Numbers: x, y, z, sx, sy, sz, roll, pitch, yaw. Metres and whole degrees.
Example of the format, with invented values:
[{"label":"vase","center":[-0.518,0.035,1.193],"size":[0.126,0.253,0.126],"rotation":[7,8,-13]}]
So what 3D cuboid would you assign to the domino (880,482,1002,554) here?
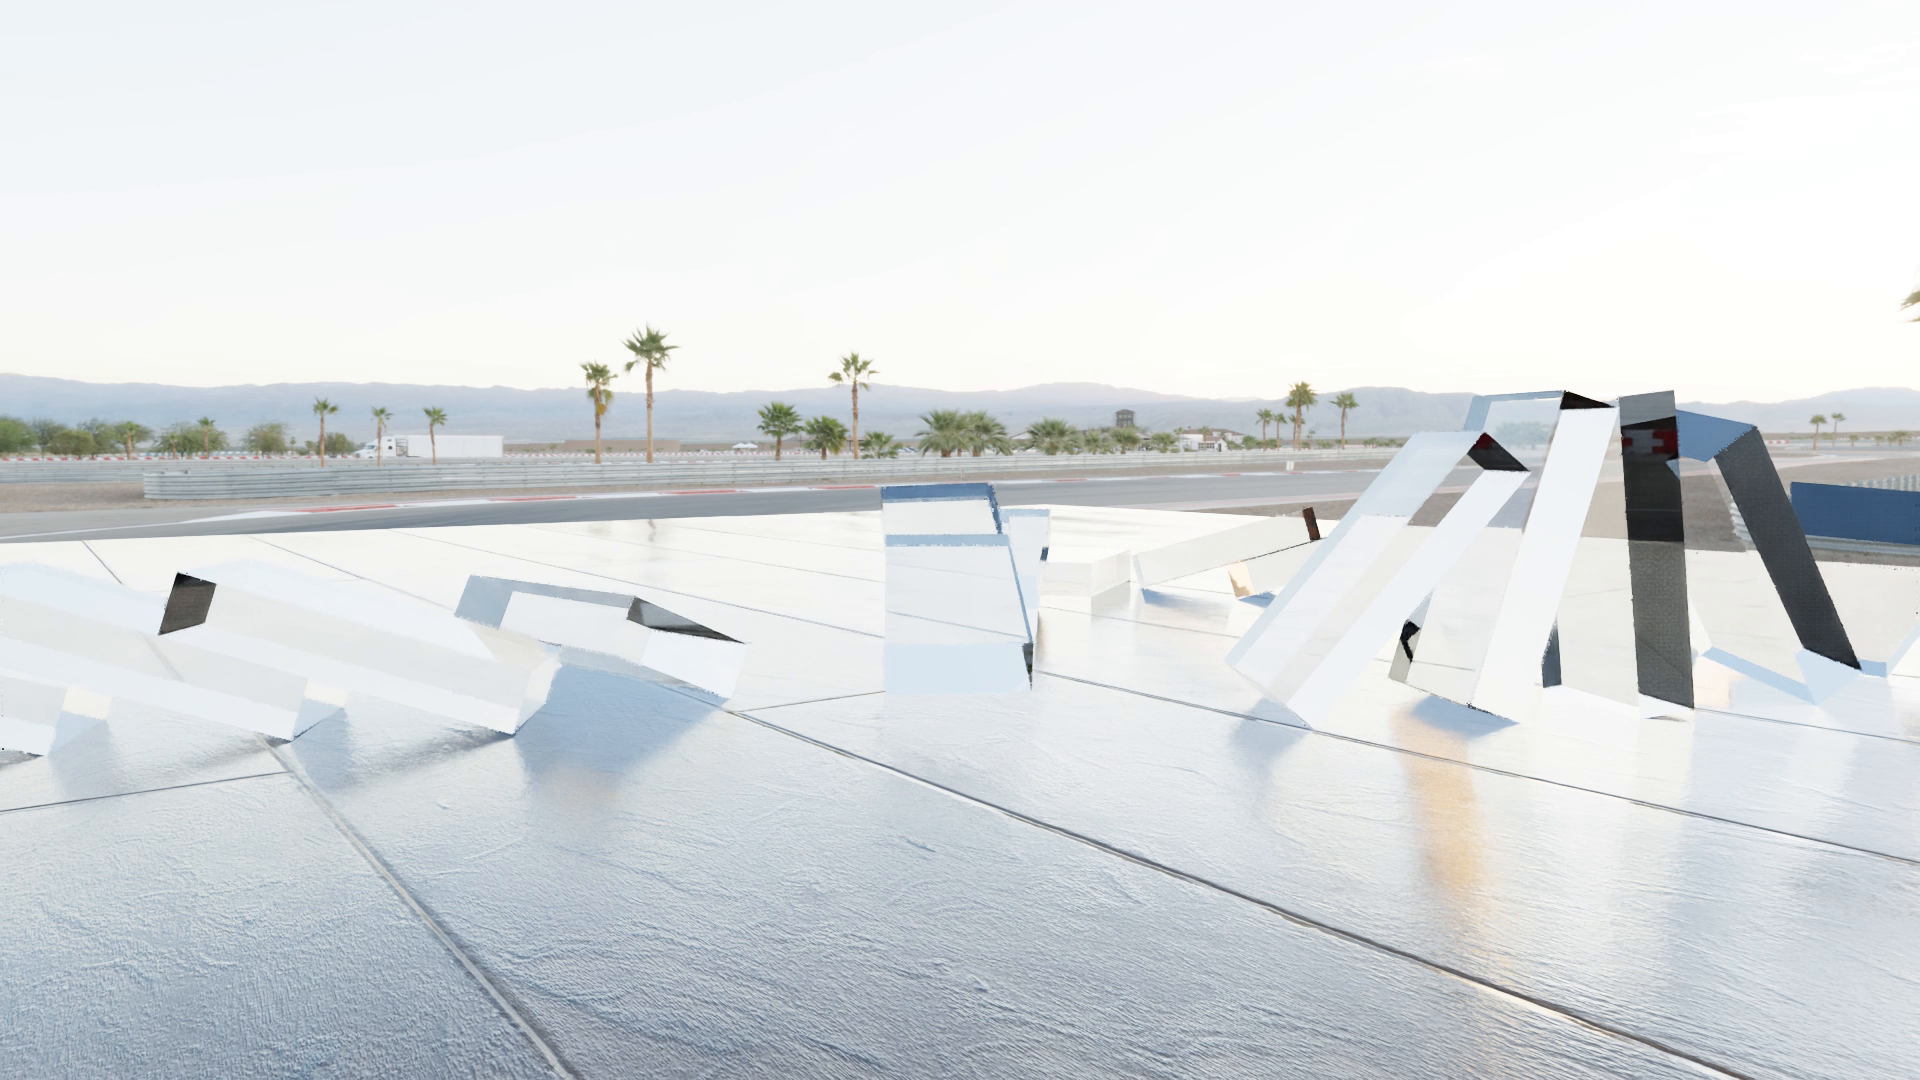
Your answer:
[{"label":"domino","center":[-0.003,0.004,0.279],"size":[0.025,0.009,0.050],"rotation":[-2,33,-7]}]

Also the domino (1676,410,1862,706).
[{"label":"domino","center":[0.127,0.002,0.212],"size":[0.009,0.050,0.025],"rotation":[-36,19,-2]}]

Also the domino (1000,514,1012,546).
[{"label":"domino","center":[0.000,0.007,0.321],"size":[0.025,0.009,0.050],"rotation":[0,21,0]}]

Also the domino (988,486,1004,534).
[{"label":"domino","center":[-0.002,0.004,0.298],"size":[0.025,0.009,0.050],"rotation":[-1,32,-5]}]

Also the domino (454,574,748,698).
[{"label":"domino","center":[-0.063,0.016,0.223],"size":[0.050,0.009,0.025],"rotation":[4,-19,41]}]

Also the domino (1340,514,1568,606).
[{"label":"domino","center":[0.127,0.005,0.331],"size":[0.050,0.009,0.025],"rotation":[-20,-8,35]}]

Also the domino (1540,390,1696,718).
[{"label":"domino","center":[0.105,0.001,0.209],"size":[0.010,0.050,0.025],"rotation":[-7,5,-8]}]

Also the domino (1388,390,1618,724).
[{"label":"domino","center":[0.086,0.002,0.206],"size":[0.009,0.050,0.025],"rotation":[16,2,-10]}]

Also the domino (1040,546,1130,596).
[{"label":"domino","center":[0.033,0.009,0.384],"size":[0.025,0.009,0.050],"rotation":[2,5,20]}]

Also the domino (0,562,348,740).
[{"label":"domino","center":[-0.120,0.016,0.191],"size":[0.050,0.009,0.025],"rotation":[17,1,-10]}]

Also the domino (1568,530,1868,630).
[{"label":"domino","center":[0.163,0.009,0.280],"size":[0.025,0.009,0.050],"rotation":[-3,-13,-32]}]

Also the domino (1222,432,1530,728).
[{"label":"domino","center":[0.065,0.005,0.203],"size":[0.009,0.050,0.025],"rotation":[40,1,-6]}]

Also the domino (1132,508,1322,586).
[{"label":"domino","center":[0.076,0.002,0.368],"size":[0.050,0.009,0.025],"rotation":[-15,-3,3]}]

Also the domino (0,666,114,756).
[{"label":"domino","center":[-0.150,0.017,0.179],"size":[0.050,0.010,0.025],"rotation":[17,-1,-19]}]

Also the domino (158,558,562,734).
[{"label":"domino","center":[-0.089,0.016,0.195],"size":[0.050,0.009,0.025],"rotation":[17,1,-8]}]

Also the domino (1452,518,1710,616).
[{"label":"domino","center":[0.148,0.007,0.308],"size":[0.025,0.010,0.050],"rotation":[-4,-13,-44]}]

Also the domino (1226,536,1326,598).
[{"label":"domino","center":[0.101,0.004,0.349],"size":[0.050,0.009,0.025],"rotation":[-19,-7,32]}]

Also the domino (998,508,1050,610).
[{"label":"domino","center":[0.011,0.004,0.354],"size":[0.025,0.010,0.050],"rotation":[1,21,8]}]

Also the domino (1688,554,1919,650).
[{"label":"domino","center":[0.174,0.011,0.249],"size":[0.025,0.010,0.050],"rotation":[-2,-14,-27]}]

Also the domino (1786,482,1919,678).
[{"label":"domino","center":[0.151,0.008,0.220],"size":[0.025,0.009,0.050],"rotation":[7,-25,23]}]

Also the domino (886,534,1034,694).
[{"label":"domino","center":[-0.001,0.012,0.241],"size":[0.025,0.009,0.050],"rotation":[0,22,-3]}]
